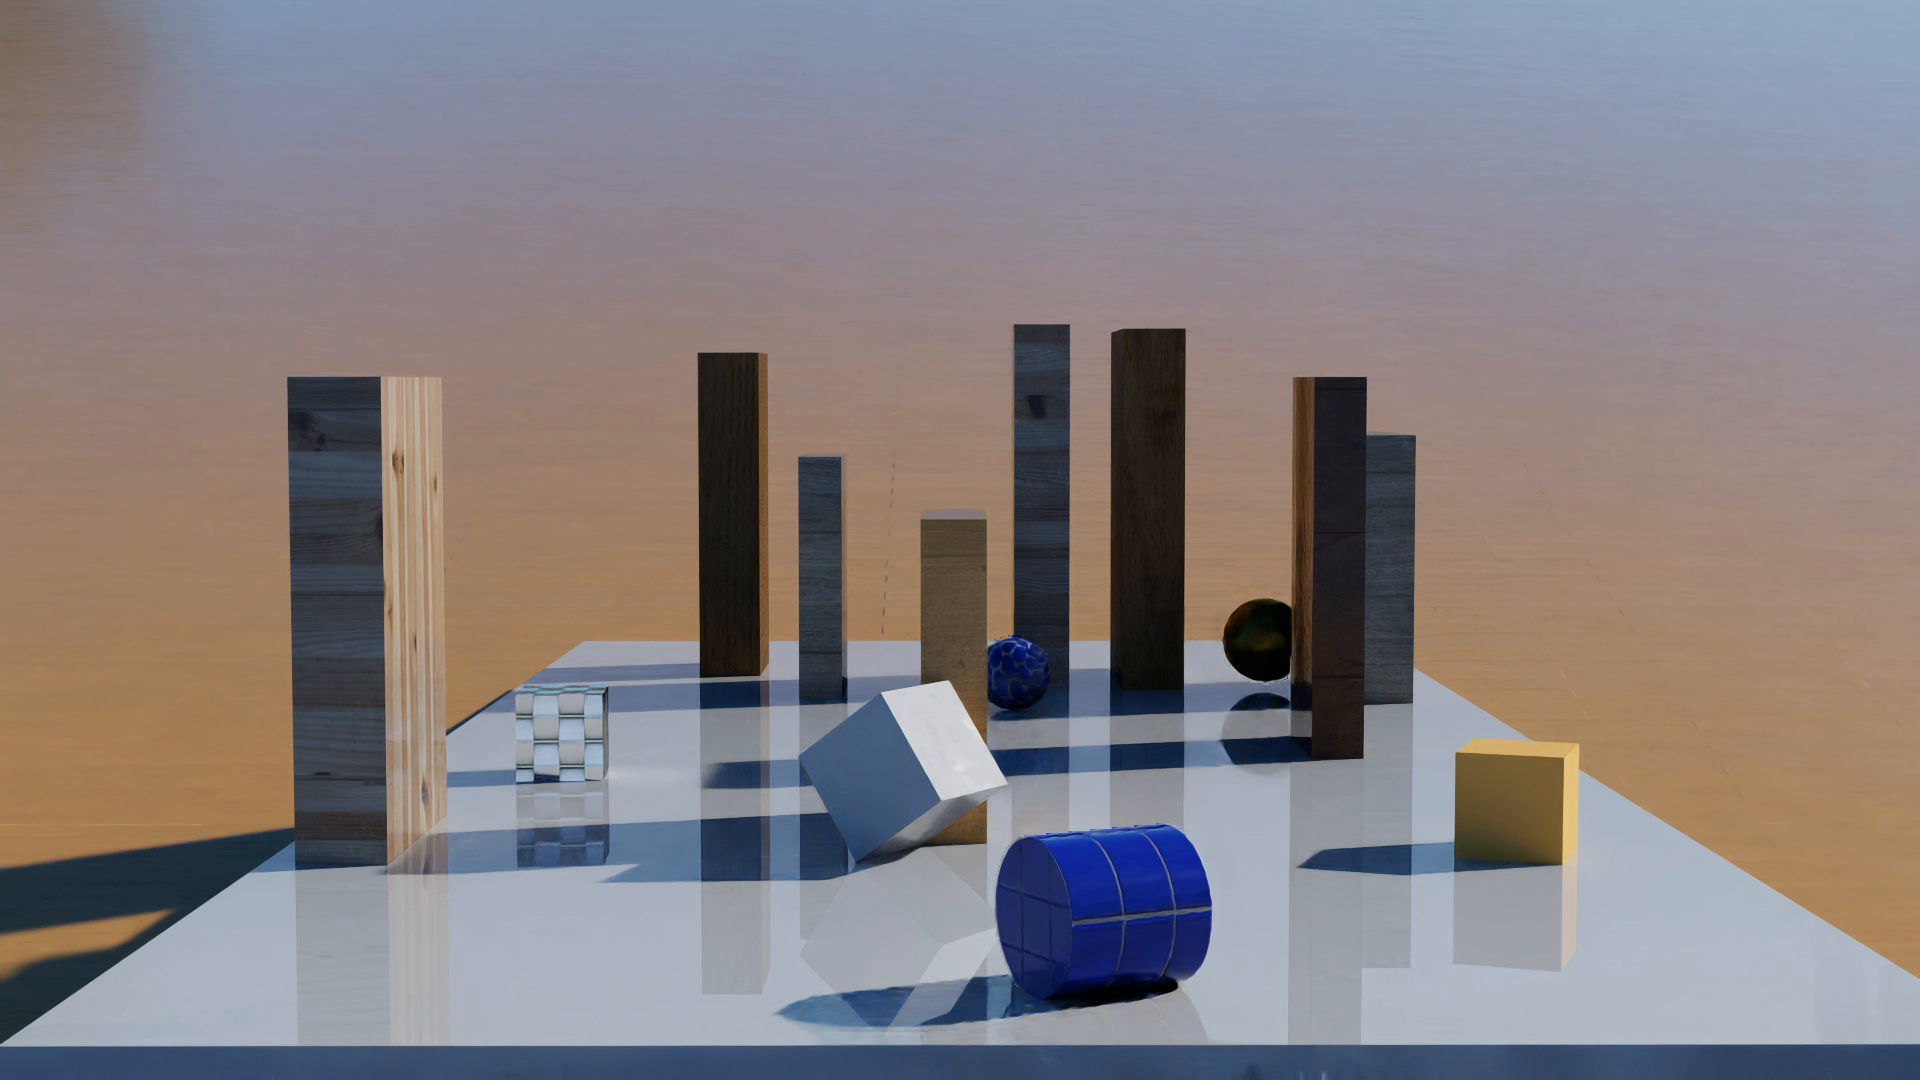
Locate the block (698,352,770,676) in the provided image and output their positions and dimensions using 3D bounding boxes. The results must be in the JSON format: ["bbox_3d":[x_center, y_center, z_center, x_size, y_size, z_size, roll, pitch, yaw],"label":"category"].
[{"bbox_3d":[-0.515,-0.065,5.865,0.135,0.722,0.279,0,3,0],"label":"block"}]

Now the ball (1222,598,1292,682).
[{"bbox_3d":[0.655,0.215,5.522,0.180,0.180,0.180,0,20,0],"label":"ball"}]

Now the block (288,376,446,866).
[{"bbox_3d":[-0.840,0.099,3.667,0.125,0.662,0.407,0,3,0],"label":"block"}]

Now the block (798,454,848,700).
[{"bbox_3d":[-0.289,0.072,5.428,0.089,0.502,0.261,0,3,0],"label":"block"}]

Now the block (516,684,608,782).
[{"bbox_3d":[-0.663,0.322,4.291,0.142,0.142,0.142,0,3,-4],"label":"block"}]

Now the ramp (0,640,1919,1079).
[{"bbox_3d":[0.047,0.428,4.533,2.000,0.100,4.000,0,3,0],"label":"ramp"}]

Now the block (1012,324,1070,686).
[{"bbox_3d":[0.176,-0.082,5.663,0.120,0.780,0.240,0,3,0],"label":"block"}]

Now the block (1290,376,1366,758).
[{"bbox_3d":[0.657,0.041,4.594,0.090,0.664,0.285,0,3,0],"label":"block"}]

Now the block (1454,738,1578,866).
[{"bbox_3d":[0.775,0.362,3.571,0.147,0.147,0.147,1,4,21],"label":"block"}]

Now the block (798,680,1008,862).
[{"bbox_3d":[-0.079,0.318,3.553,0.170,0.170,0.170,-38,-17,28],"label":"block"}]

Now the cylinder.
[{"bbox_3d":[0.153,0.399,2.766,0.170,0.170,0.170,-2,19,-27],"label":"cylinder"}]

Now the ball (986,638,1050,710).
[{"bbox_3d":[0.108,0.268,5.141,0.146,0.146,0.146,0,20,0],"label":"ball"}]

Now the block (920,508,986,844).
[{"bbox_3d":[-0.009,0.192,3.788,0.094,0.461,0.313,0,3,0],"label":"block"}]

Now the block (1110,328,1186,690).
[{"bbox_3d":[0.411,-0.076,5.668,0.132,0.769,0.431,0,3,0],"label":"block"}]

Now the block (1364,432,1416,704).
[{"bbox_3d":[0.857,0.047,5.450,0.137,0.547,0.440,0,3,0],"label":"block"}]
